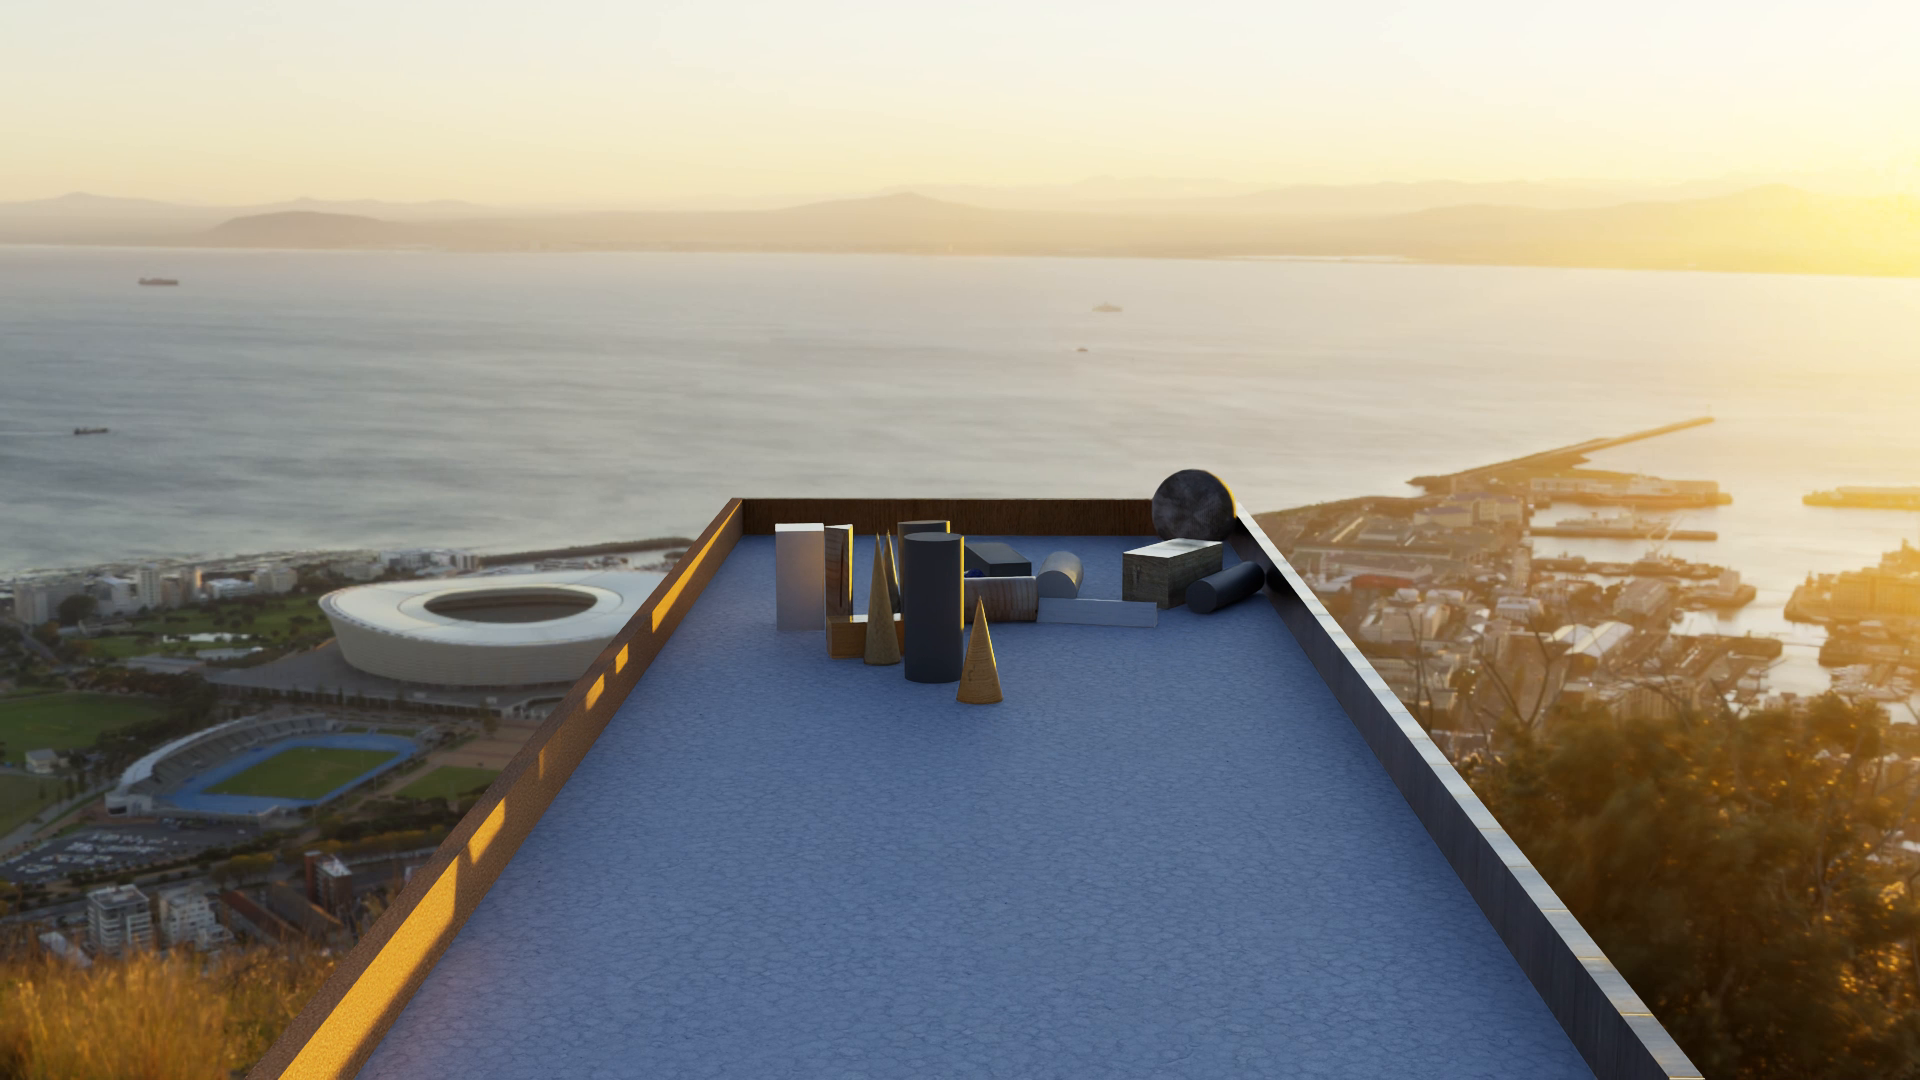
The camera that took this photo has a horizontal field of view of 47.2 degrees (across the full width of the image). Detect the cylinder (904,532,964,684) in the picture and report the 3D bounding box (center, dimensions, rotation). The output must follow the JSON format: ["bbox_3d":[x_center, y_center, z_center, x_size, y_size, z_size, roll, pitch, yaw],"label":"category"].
[{"bbox_3d":[-0.076,0.197,6.434,0.173,0.418,0.173,0,9,0],"label":"cylinder"}]

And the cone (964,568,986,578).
[{"bbox_3d":[-0.088,0.184,7.628,0.381,0.140,0.140,-6,3,41],"label":"cone"}]

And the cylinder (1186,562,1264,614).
[{"bbox_3d":[0.921,0.163,7.617,0.116,0.116,0.449,5,10,28],"label":"cylinder"}]

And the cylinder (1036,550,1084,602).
[{"bbox_3d":[0.339,0.146,7.600,0.153,0.153,0.408,1,9,7],"label":"cylinder"}]

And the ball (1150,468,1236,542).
[{"bbox_3d":[0.920,-0.115,8.668,0.334,0.334,0.334,0,9,0],"label":"ball"}]

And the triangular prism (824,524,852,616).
[{"bbox_3d":[-0.366,0.137,6.980,0.093,0.365,0.080,6,11,33],"label":"triangular prism"}]

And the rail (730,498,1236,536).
[{"bbox_3d":[0.099,-0.098,9.147,2.100,0.150,0.050,0,9,1],"label":"rail"}]

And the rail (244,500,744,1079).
[{"bbox_3d":[-1.004,0.839,3.234,0.050,0.150,12.000,0,9,1],"label":"rail"}]

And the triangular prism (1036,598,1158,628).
[{"bbox_3d":[0.455,0.235,7.272,0.392,0.075,0.087,2,9,14],"label":"triangular prism"}]

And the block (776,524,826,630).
[{"bbox_3d":[-0.523,0.120,7.204,0.156,0.328,0.156,-1,9,-5],"label":"block"}]

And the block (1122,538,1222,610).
[{"bbox_3d":[0.747,0.115,7.710,0.180,0.180,0.398,6,11,34],"label":"block"}]

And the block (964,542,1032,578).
[{"bbox_3d":[0.128,0.119,7.786,0.149,0.149,0.449,-2,9,-11],"label":"block"}]

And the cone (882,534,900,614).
[{"bbox_3d":[-0.235,0.121,7.206,0.104,0.326,0.104,0,9,0],"label":"cone"}]

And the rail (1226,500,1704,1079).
[{"bbox_3d":[1.046,0.843,3.208,0.050,0.150,12.000,0,9,1],"label":"rail"}]

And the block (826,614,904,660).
[{"bbox_3d":[-0.238,0.295,6.790,0.333,0.112,0.112,-2,9,-11],"label":"block"}]

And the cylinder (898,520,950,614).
[{"bbox_3d":[-0.109,0.129,6.960,0.164,0.372,0.164,-2,4,0],"label":"cylinder"}]

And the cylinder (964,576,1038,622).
[{"bbox_3d":[0.041,0.198,7.291,0.420,0.146,0.146,-1,9,-8],"label":"cylinder"}]

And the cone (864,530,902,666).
[{"bbox_3d":[-0.242,0.169,6.629,0.116,0.406,0.116,-2,11,0],"label":"cone"}]

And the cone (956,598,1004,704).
[{"bbox_3d":[0.056,0.299,6.160,0.133,0.300,0.133,0,9,0],"label":"cone"}]
